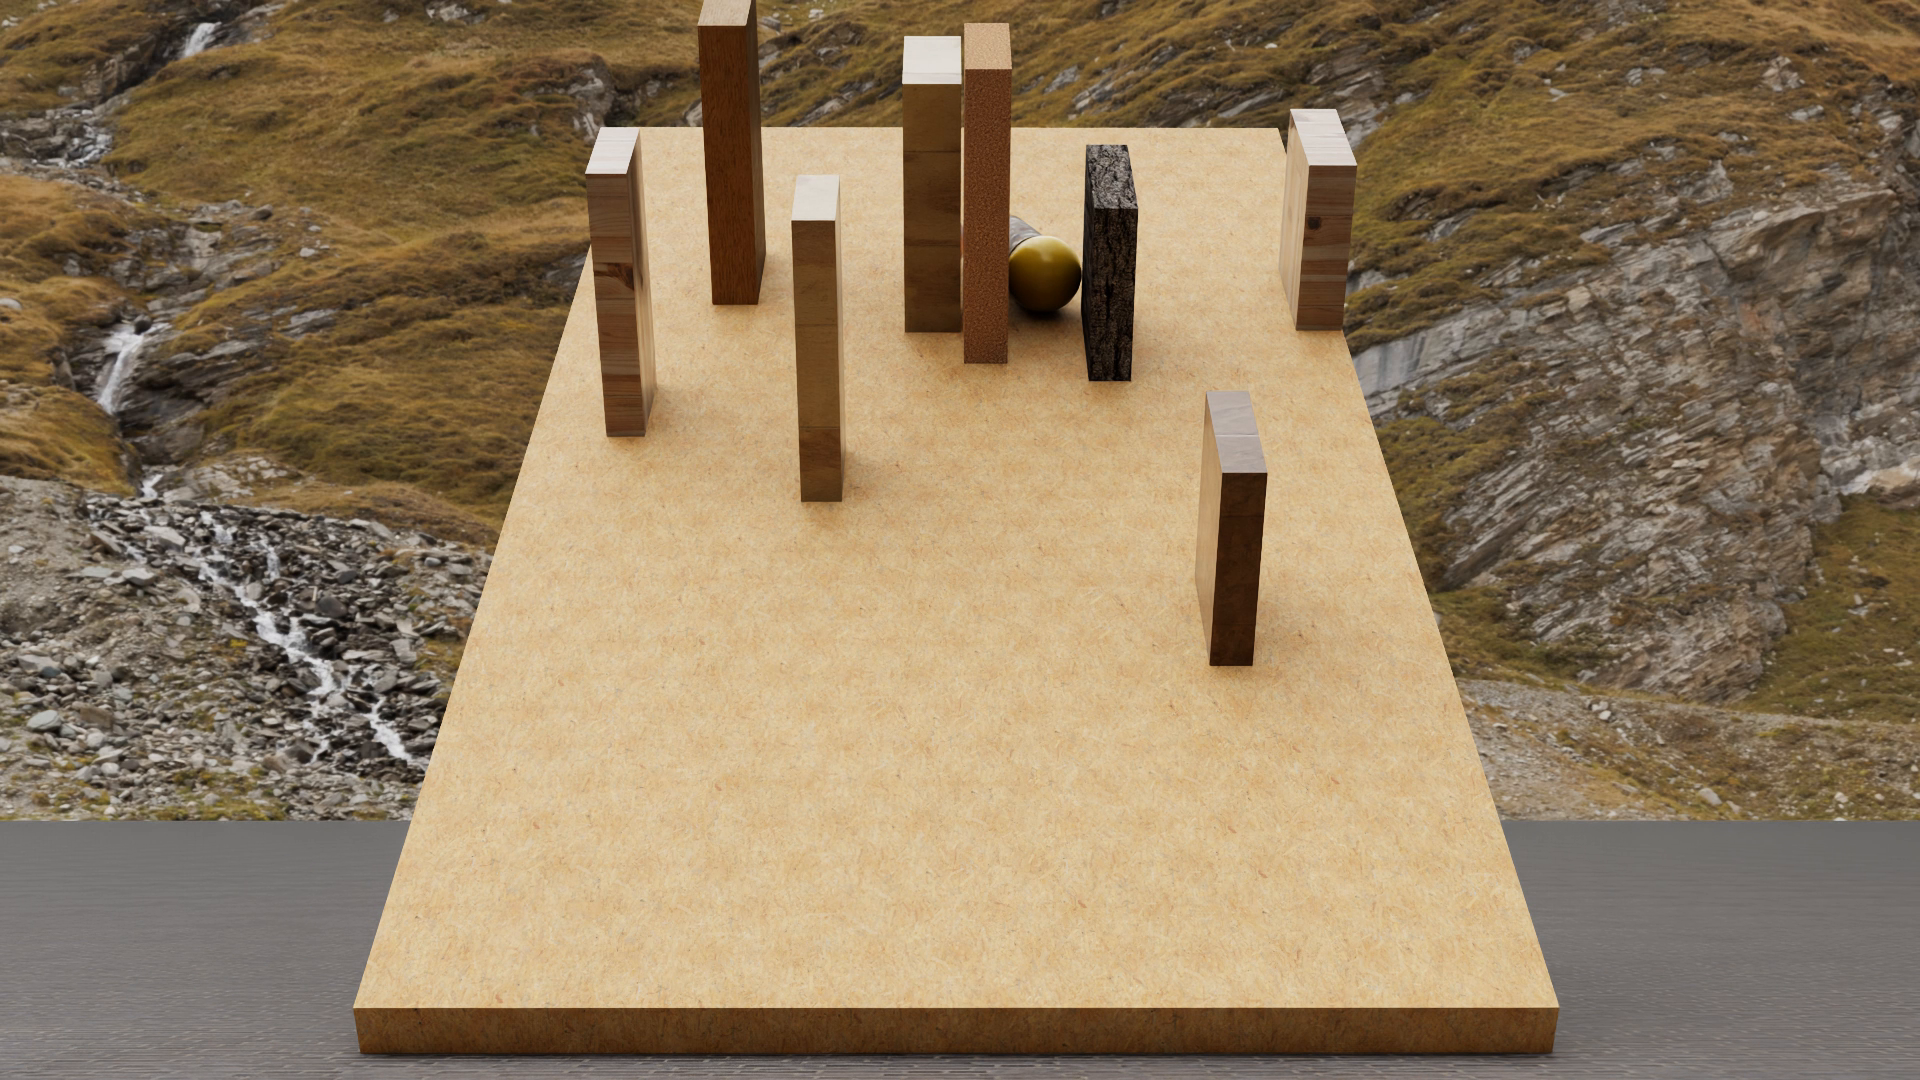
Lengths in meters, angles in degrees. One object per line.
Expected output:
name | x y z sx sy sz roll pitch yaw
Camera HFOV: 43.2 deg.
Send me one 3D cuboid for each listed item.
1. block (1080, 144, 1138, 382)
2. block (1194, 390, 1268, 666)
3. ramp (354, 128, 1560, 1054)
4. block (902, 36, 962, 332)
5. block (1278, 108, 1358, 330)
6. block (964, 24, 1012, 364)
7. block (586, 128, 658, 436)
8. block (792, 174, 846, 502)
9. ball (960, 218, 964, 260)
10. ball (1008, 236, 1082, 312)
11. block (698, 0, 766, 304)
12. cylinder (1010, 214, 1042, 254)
block | 0.369 -0.694 6.048 0.104 0.459 0.409 0 31 0
block | 0.548 -0.026 4.936 0.088 0.447 0.344 0 31 0
ramp | -0.014 -0.203 5.767 2.000 0.100 4.000 0 31 0
block | -0.070 -0.907 6.200 0.143 0.667 0.346 0 31 0
block | 0.922 -0.832 6.290 0.119 0.453 0.388 0 31 0
block | 0.065 -0.856 6.016 0.109 0.768 0.328 0 31 0
block | -0.789 -0.601 5.684 0.091 0.664 0.280 0 31 0
block | -0.312 -0.445 5.404 0.093 0.685 0.252 0 31 0
ball | -0.045 -0.810 6.545 0.148 0.148 0.148 0 -6 0
ball | 0.217 -0.690 6.296 0.199 0.199 0.199 0 -6 0
block | -0.589 -1.029 6.315 0.119 0.756 0.343 0 31 0
cylinder | 0.151 -0.761 6.450 0.162 0.162 0.162 4 25 -33
